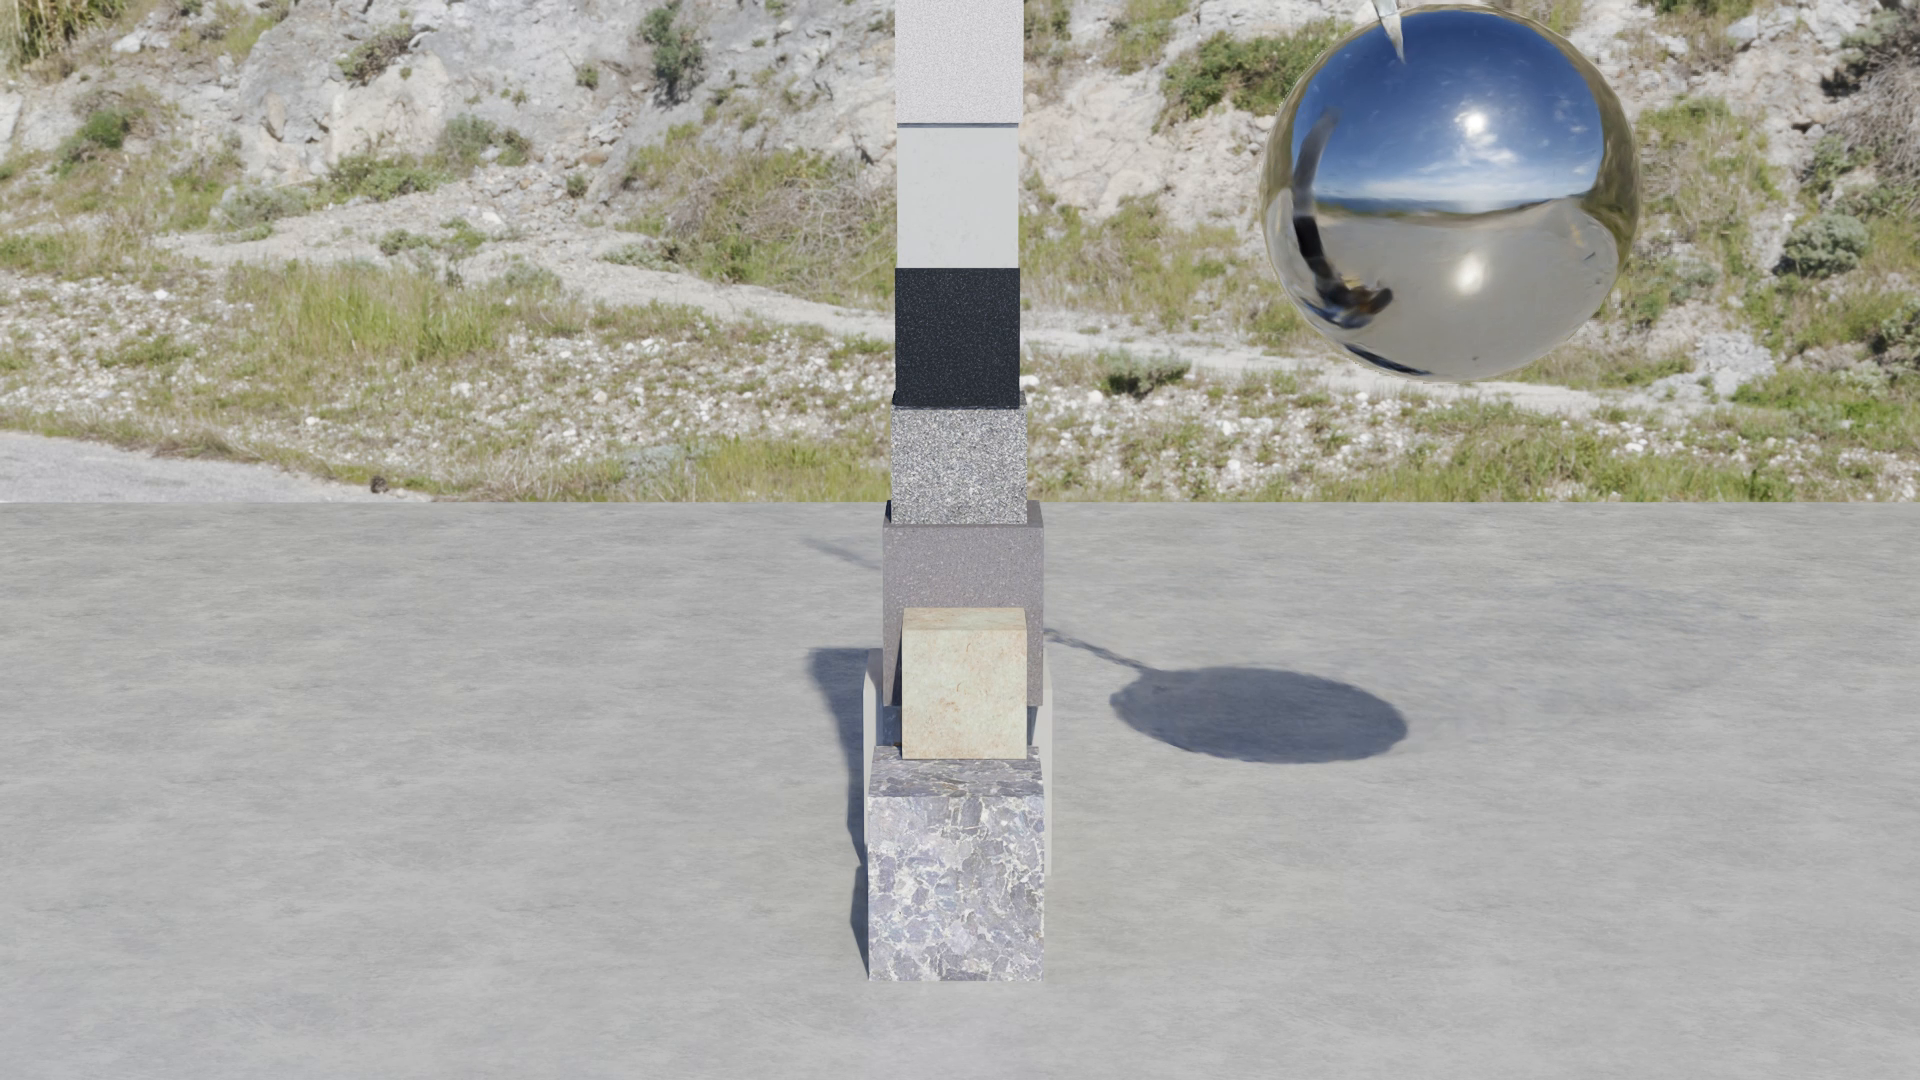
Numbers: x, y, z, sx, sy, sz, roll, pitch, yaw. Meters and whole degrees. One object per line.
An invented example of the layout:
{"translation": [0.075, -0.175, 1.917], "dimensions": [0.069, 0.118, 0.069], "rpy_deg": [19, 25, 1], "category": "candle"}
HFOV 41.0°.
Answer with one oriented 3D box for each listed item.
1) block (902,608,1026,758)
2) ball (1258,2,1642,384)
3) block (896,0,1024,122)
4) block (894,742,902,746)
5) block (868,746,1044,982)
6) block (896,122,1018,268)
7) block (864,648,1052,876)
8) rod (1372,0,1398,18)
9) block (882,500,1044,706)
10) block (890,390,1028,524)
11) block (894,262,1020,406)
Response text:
{"translation": [0.018, 0.590, 10.665], "dimensions": [0.506, 0.533, 0.492], "rpy_deg": [0, 9, 0], "category": "block"}
{"translation": [2.074, -1.468, 10.913], "dimensions": [1.600, 1.600, 1.600], "rpy_deg": [0, 10, 0], "category": "ball"}
{"translation": [-0.003, -2.061, 10.806], "dimensions": [0.526, 0.589, 0.547], "rpy_deg": [0, 10, 0], "category": "block"}
{"translation": [-0.002, 1.240, 11.041], "dimensions": [0.573, 0.609, 0.560], "rpy_deg": [0, 10, 0], "category": "block"}
{"translation": [-0.015, 1.293, 10.367], "dimensions": [0.684, 0.747, 0.765], "rpy_deg": [0, 10, 0], "category": "block"}
{"translation": [-0.009, -1.477, 10.912], "dimensions": [0.504, 0.597, 0.502], "rpy_deg": [0, 10, 0], "category": "block"}
{"translation": [-0.009, 0.998, 11.711], "dimensions": [0.828, 0.846, 0.825], "rpy_deg": [0, 10, 0], "category": "block"}
{"translation": [0.899, -4.607, 10.343], "dimensions": [0.080, 5.200, 0.080], "rpy_deg": [-20, 10, 4], "category": "rod"}
{"translation": [0.014, 0.264, 11.226], "dimensions": [0.680, 0.772, 0.718], "rpy_deg": [0, 10, 0], "category": "block"}
{"translation": [-0.004, -0.365, 11.114], "dimensions": [0.575, 0.506, 0.525], "rpy_deg": [0, 10, 0], "category": "block"}
{"translation": [-0.010, -0.899, 11.017], "dimensions": [0.523, 0.579, 0.563], "rpy_deg": [0, 10, 0], "category": "block"}
